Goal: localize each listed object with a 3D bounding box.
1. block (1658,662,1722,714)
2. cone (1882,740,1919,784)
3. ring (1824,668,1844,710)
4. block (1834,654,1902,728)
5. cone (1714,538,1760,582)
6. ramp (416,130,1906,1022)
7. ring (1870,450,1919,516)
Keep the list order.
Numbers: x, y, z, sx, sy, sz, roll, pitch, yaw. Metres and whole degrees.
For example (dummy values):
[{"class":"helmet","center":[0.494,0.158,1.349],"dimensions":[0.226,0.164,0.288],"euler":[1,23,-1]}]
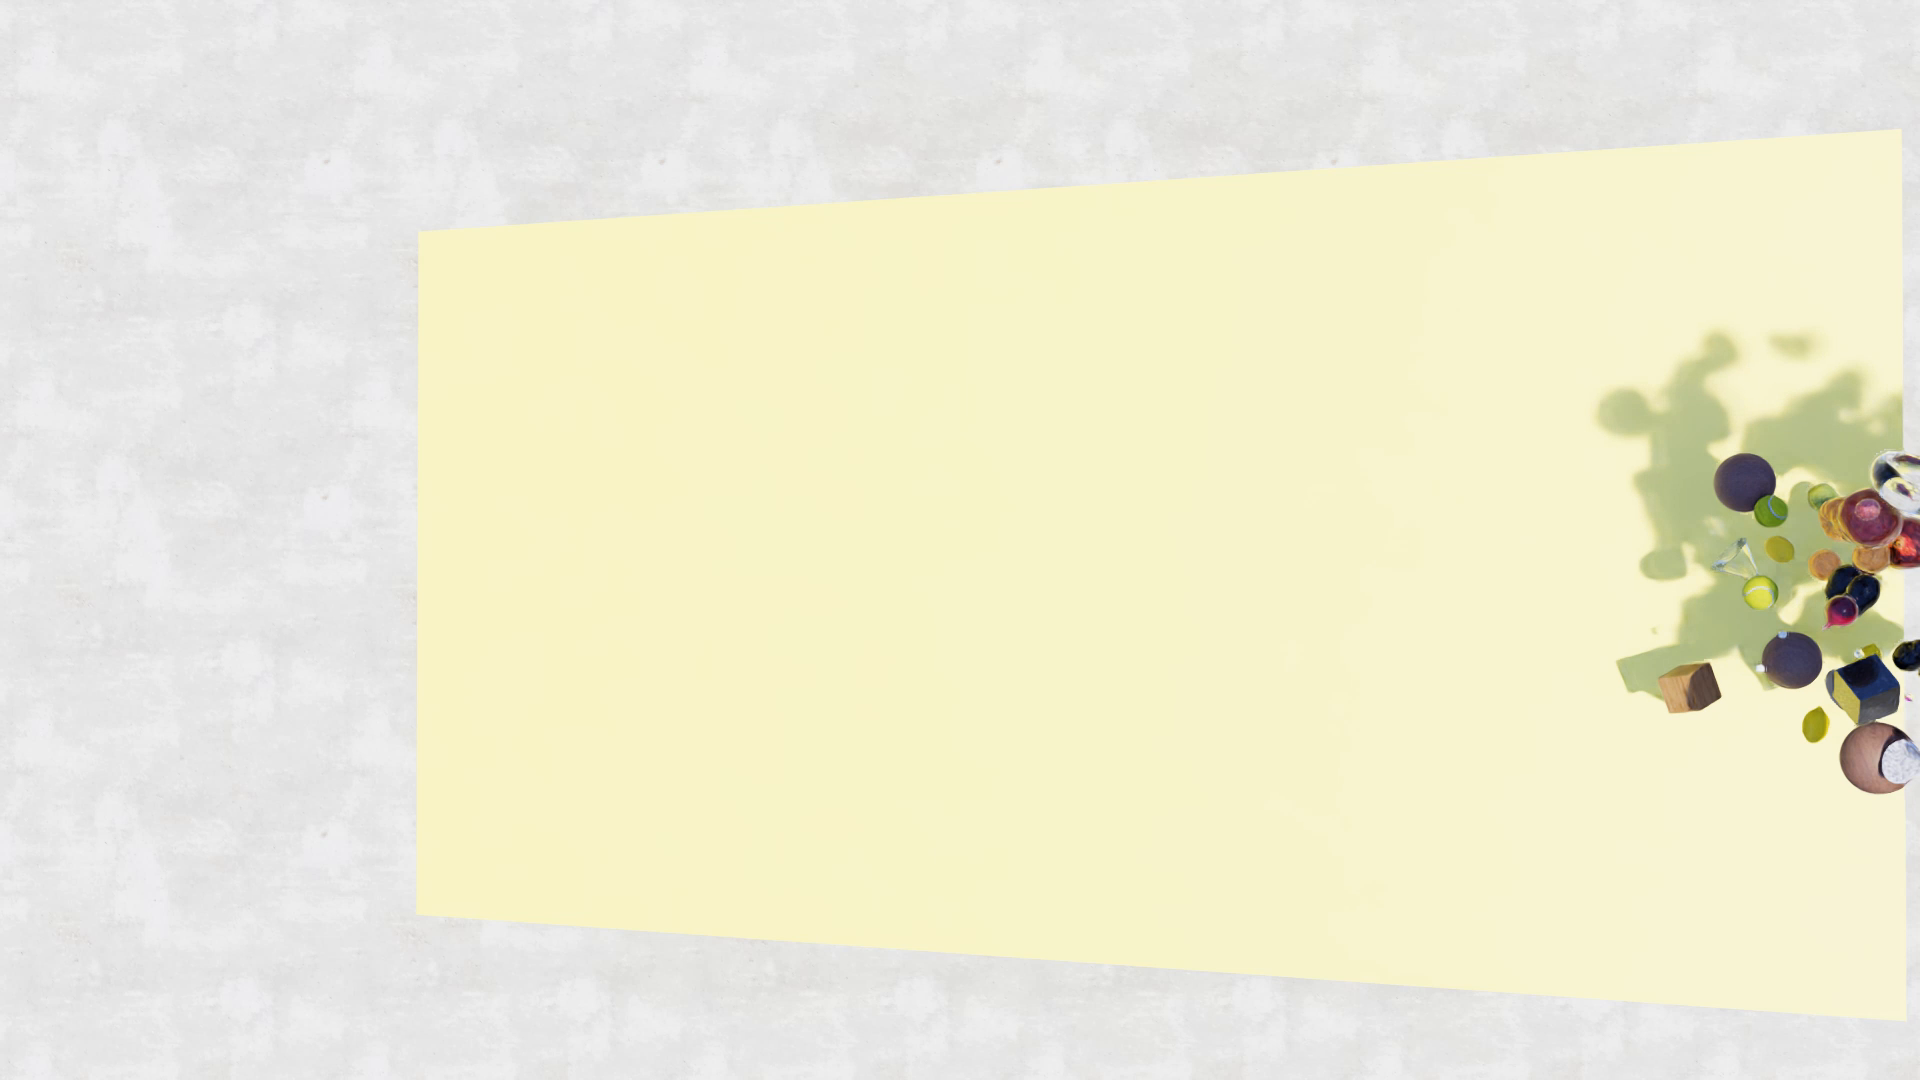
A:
[{"class":"block","center":[1.603,0.325,4.830],"dimensions":[0.084,0.084,0.084],"euler":[-23,94,-34]},{"class":"cone","center":[1.663,0.394,3.826],"dimensions":[0.078,0.078,0.078],"euler":[16,89,-26]},{"class":"ring","center":[1.865,0.317,4.642],"dimensions":[0.097,0.097,0.032],"euler":[51,133,1]},{"class":"block","center":[1.856,0.309,4.501],"dimensions":[0.090,0.090,0.090],"euler":[-21,46,-1]},{"class":"cone","center":[1.750,0.062,4.902],"dimensions":[0.096,0.096,0.096],"euler":[42,89,-1]},{"class":"ramp","center":[0.283,0.086,5.730],"dimensions":[4.000,0.100,2.000],"euler":[0,89,22]},{"class":"ring","center":[1.663,-0.098,3.844],"dimensions":[0.145,0.145,0.048],"euler":[20,133,0]}]
